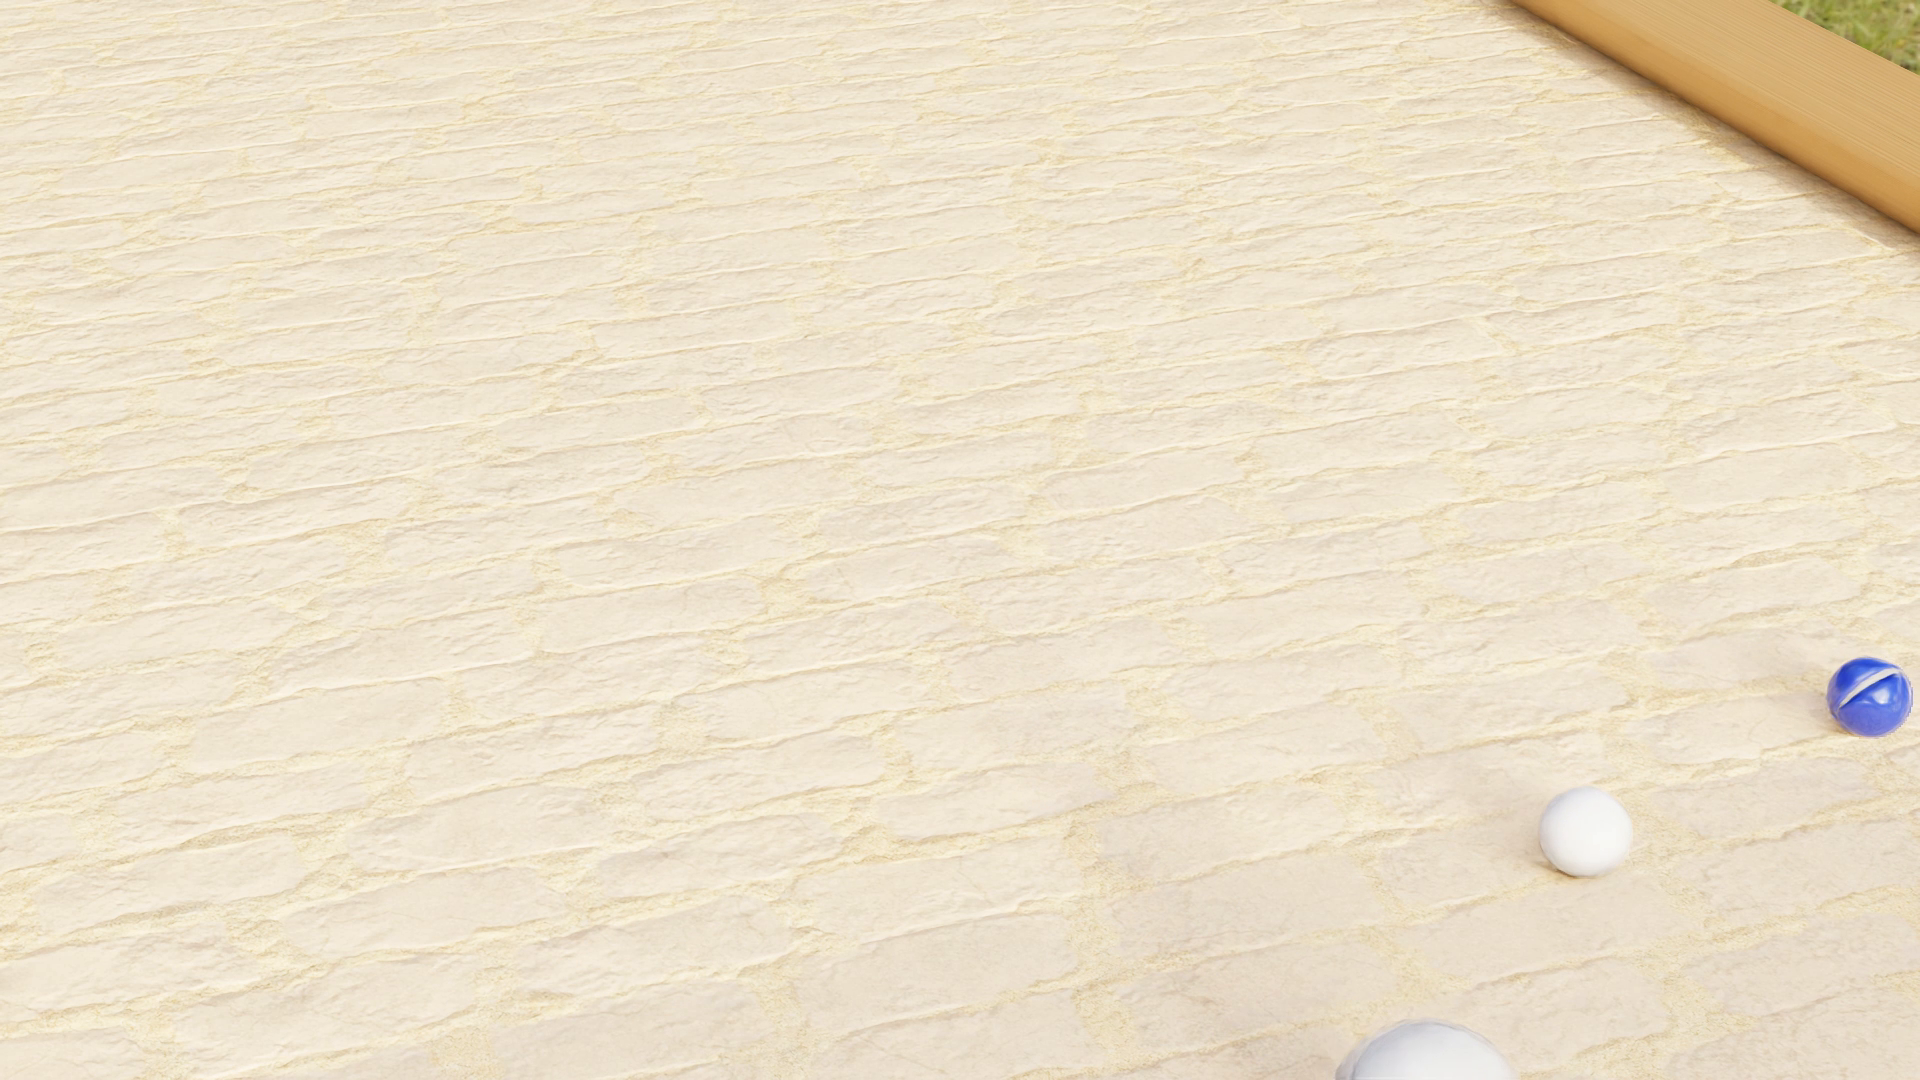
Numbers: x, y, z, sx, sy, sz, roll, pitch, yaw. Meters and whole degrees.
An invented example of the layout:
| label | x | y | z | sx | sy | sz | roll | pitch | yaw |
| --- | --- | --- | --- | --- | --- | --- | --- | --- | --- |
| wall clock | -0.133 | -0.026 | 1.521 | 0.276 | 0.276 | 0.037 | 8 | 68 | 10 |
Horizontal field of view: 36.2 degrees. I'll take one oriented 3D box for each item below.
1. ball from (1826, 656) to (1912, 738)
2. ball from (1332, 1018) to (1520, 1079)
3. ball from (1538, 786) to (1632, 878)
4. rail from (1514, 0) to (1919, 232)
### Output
| label | x | y | z | sx | sy | sz | roll | pitch | yaw |
| --- | --- | --- | --- | --- | --- | --- | --- | --- | --- |
| ball | 0.536 | 0.092 | 1.735 | 0.048 | 0.048 | 0.048 | 0 | 27 | 0 |
| ball | 0.215 | 0.266 | 1.351 | 0.093 | 0.093 | 0.093 | 0 | 27 | 0 |
| ball | 0.341 | 0.159 | 1.605 | 0.050 | 0.050 | 0.050 | 0 | 27 | 0 |
| rail | 0.593 | -0.555 | 2.895 | 0.045 | 0.126 | 3.521 | -9 | 29 | -17 |
